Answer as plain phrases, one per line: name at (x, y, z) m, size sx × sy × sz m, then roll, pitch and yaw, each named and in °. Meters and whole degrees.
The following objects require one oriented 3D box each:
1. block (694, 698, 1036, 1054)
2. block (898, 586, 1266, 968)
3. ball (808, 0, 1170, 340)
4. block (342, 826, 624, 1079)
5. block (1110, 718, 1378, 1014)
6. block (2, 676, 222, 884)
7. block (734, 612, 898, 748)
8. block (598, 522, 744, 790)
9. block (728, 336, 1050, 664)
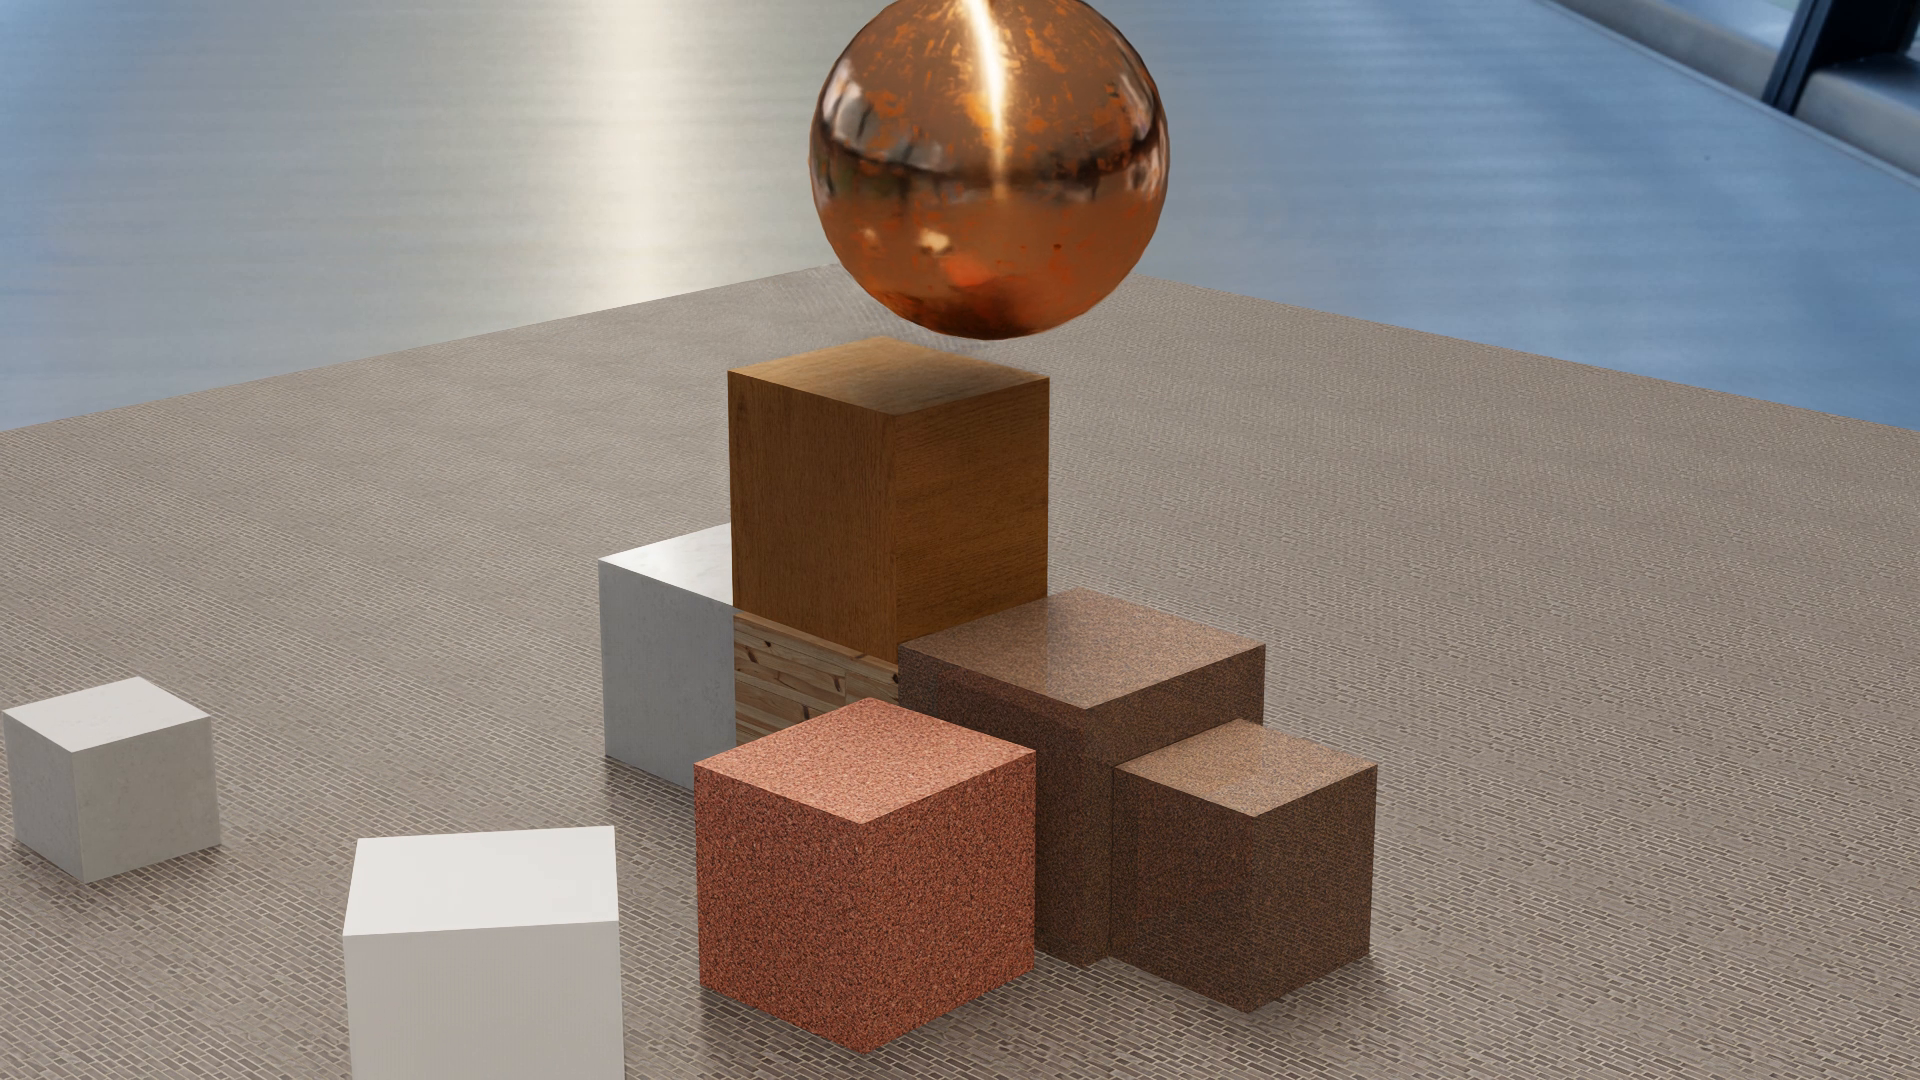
block at (-0.391, 1.376, 12.297) m, size 0.956 × 1.000 × 1.053 m, roll 15°, pitch 23°, yaw 40°
block at (0.539, 1.023, 13.119) m, size 1.166 × 1.181 × 1.130 m, roll -16°, pitch 24°, yaw -42°
ball at (0.129, -1.684, 12.948) m, size 1.600 × 1.600 × 1.600 m, roll 0°, pitch 17°, yaw 0°
block at (-1.822, 1.724, 11.364) m, size 1.006 × 0.897 × 0.904 m, roll -2°, pitch 18°, yaw -7°
block at (1.209, 1.371, 12.516) m, size 0.816 × 0.878 × 0.764 m, roll -17°, pitch 24°, yaw -42°
block at (-3.971, 1.112, 13.733) m, size 0.691 × 0.644 × 0.714 m, roll -15°, pitch 23°, yaw -40°
block at (-0.270, 0.848, 13.910) m, size 1.123 × 1.041 × 1.125 m, roll -17°, pitch 24°, yaw -42°
block at (-1.068, 0.607, 14.673) m, size 0.956 × 1.043 × 1.116 m, roll -17°, pitch 24°, yaw -42°
block at (-0.332, -0.214, 13.632) m, size 0.970 × 1.151 × 1.127 m, roll -16°, pitch 24°, yaw -42°
